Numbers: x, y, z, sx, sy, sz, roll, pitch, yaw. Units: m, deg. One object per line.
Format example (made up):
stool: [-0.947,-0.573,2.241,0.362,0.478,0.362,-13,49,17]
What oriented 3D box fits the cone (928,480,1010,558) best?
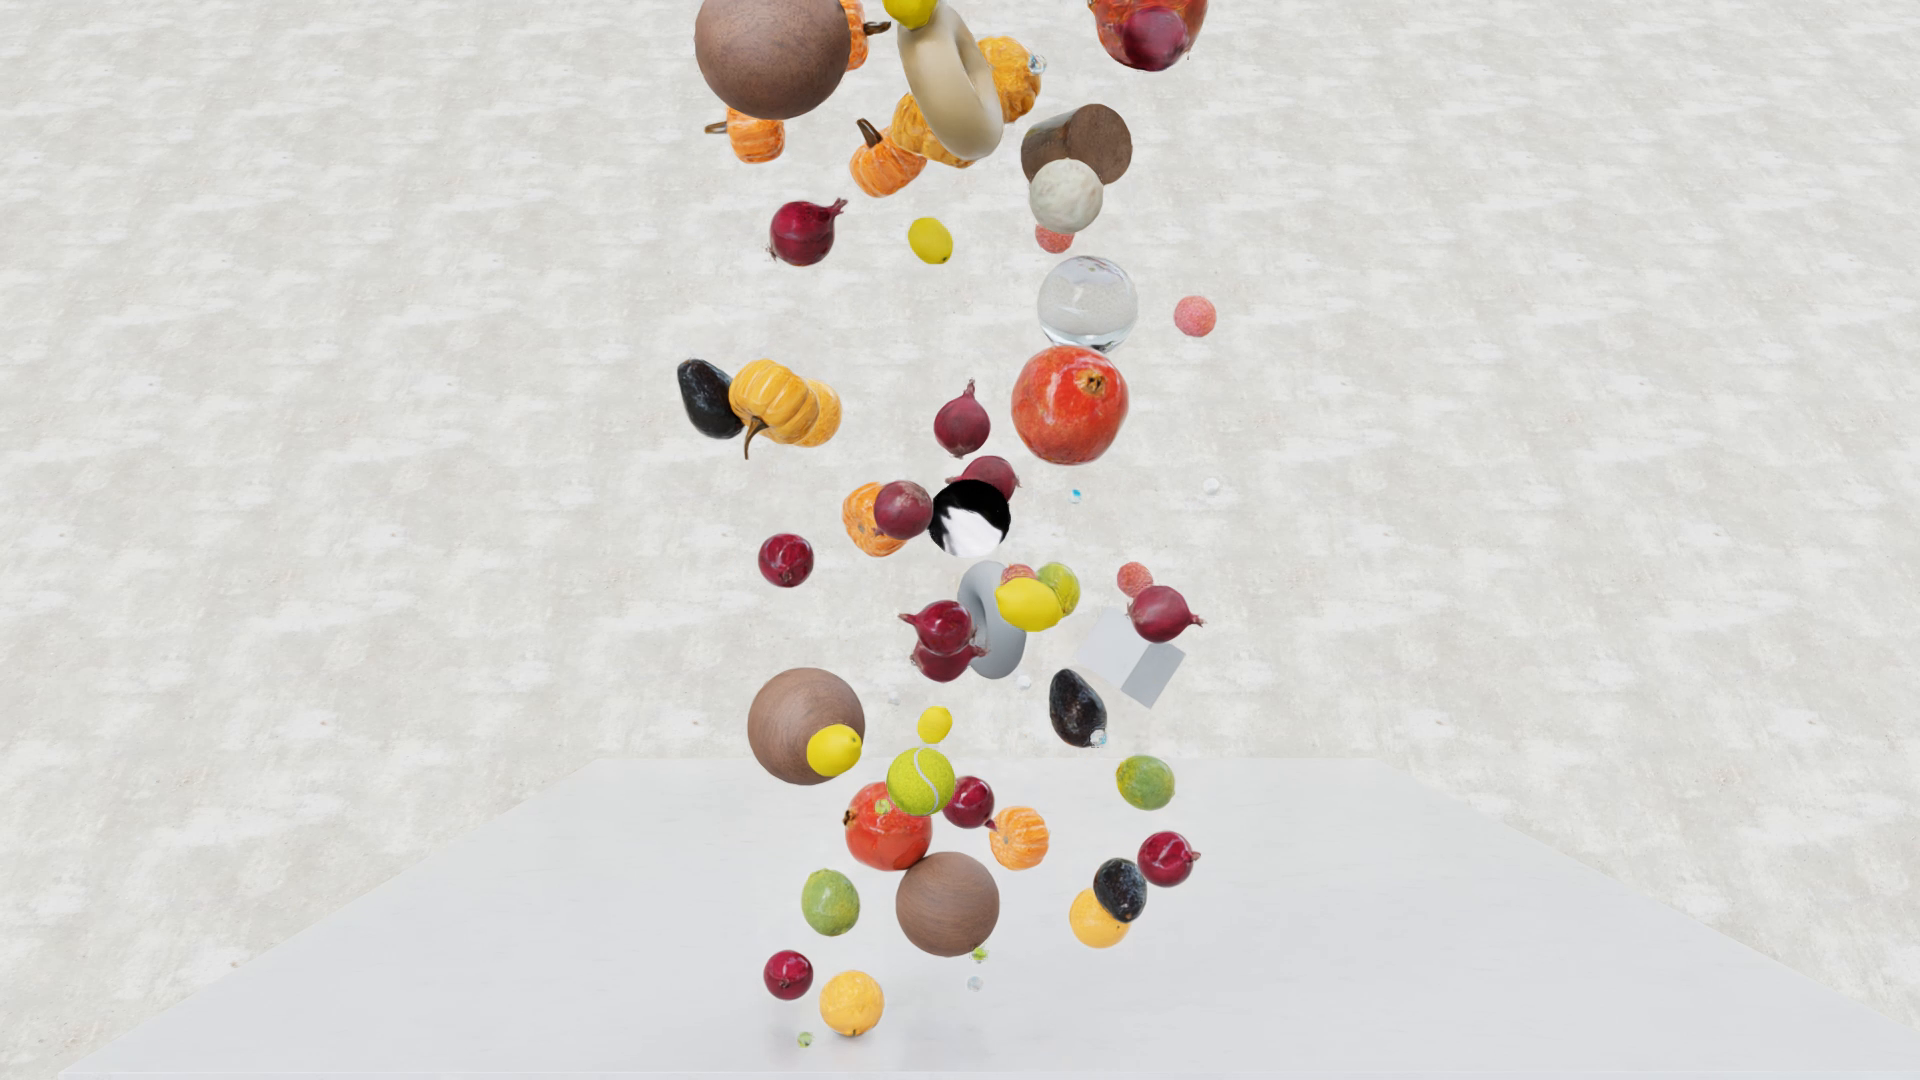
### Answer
cone: [0.013,-0.007,2.804,0.090,0.090,0.090,-2,70,5]

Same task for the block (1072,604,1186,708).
block: [0.179,0.122,2.721,0.070,0.070,0.070,33,0,38]

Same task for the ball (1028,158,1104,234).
ball: [0.099,-0.321,2.413,0.070,0.070,0.070,0,31,0]

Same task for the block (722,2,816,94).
block: [-0.165,-0.428,2.254,0.065,0.065,0.065,-6,6,5]

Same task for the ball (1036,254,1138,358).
ball: [0.123,-0.226,2.503,0.099,0.099,0.099,0,31,0]

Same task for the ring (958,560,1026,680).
ring: [0.036,0.094,3.043,0.047,0.141,0.141,-5,30,-22]

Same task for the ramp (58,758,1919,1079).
ramp: [0.068,0.606,4.671,2.000,0.100,4.000,0,0,0]

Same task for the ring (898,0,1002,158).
ring: [-0.008,-0.406,2.283,0.050,0.149,0.149,-21,27,16]
